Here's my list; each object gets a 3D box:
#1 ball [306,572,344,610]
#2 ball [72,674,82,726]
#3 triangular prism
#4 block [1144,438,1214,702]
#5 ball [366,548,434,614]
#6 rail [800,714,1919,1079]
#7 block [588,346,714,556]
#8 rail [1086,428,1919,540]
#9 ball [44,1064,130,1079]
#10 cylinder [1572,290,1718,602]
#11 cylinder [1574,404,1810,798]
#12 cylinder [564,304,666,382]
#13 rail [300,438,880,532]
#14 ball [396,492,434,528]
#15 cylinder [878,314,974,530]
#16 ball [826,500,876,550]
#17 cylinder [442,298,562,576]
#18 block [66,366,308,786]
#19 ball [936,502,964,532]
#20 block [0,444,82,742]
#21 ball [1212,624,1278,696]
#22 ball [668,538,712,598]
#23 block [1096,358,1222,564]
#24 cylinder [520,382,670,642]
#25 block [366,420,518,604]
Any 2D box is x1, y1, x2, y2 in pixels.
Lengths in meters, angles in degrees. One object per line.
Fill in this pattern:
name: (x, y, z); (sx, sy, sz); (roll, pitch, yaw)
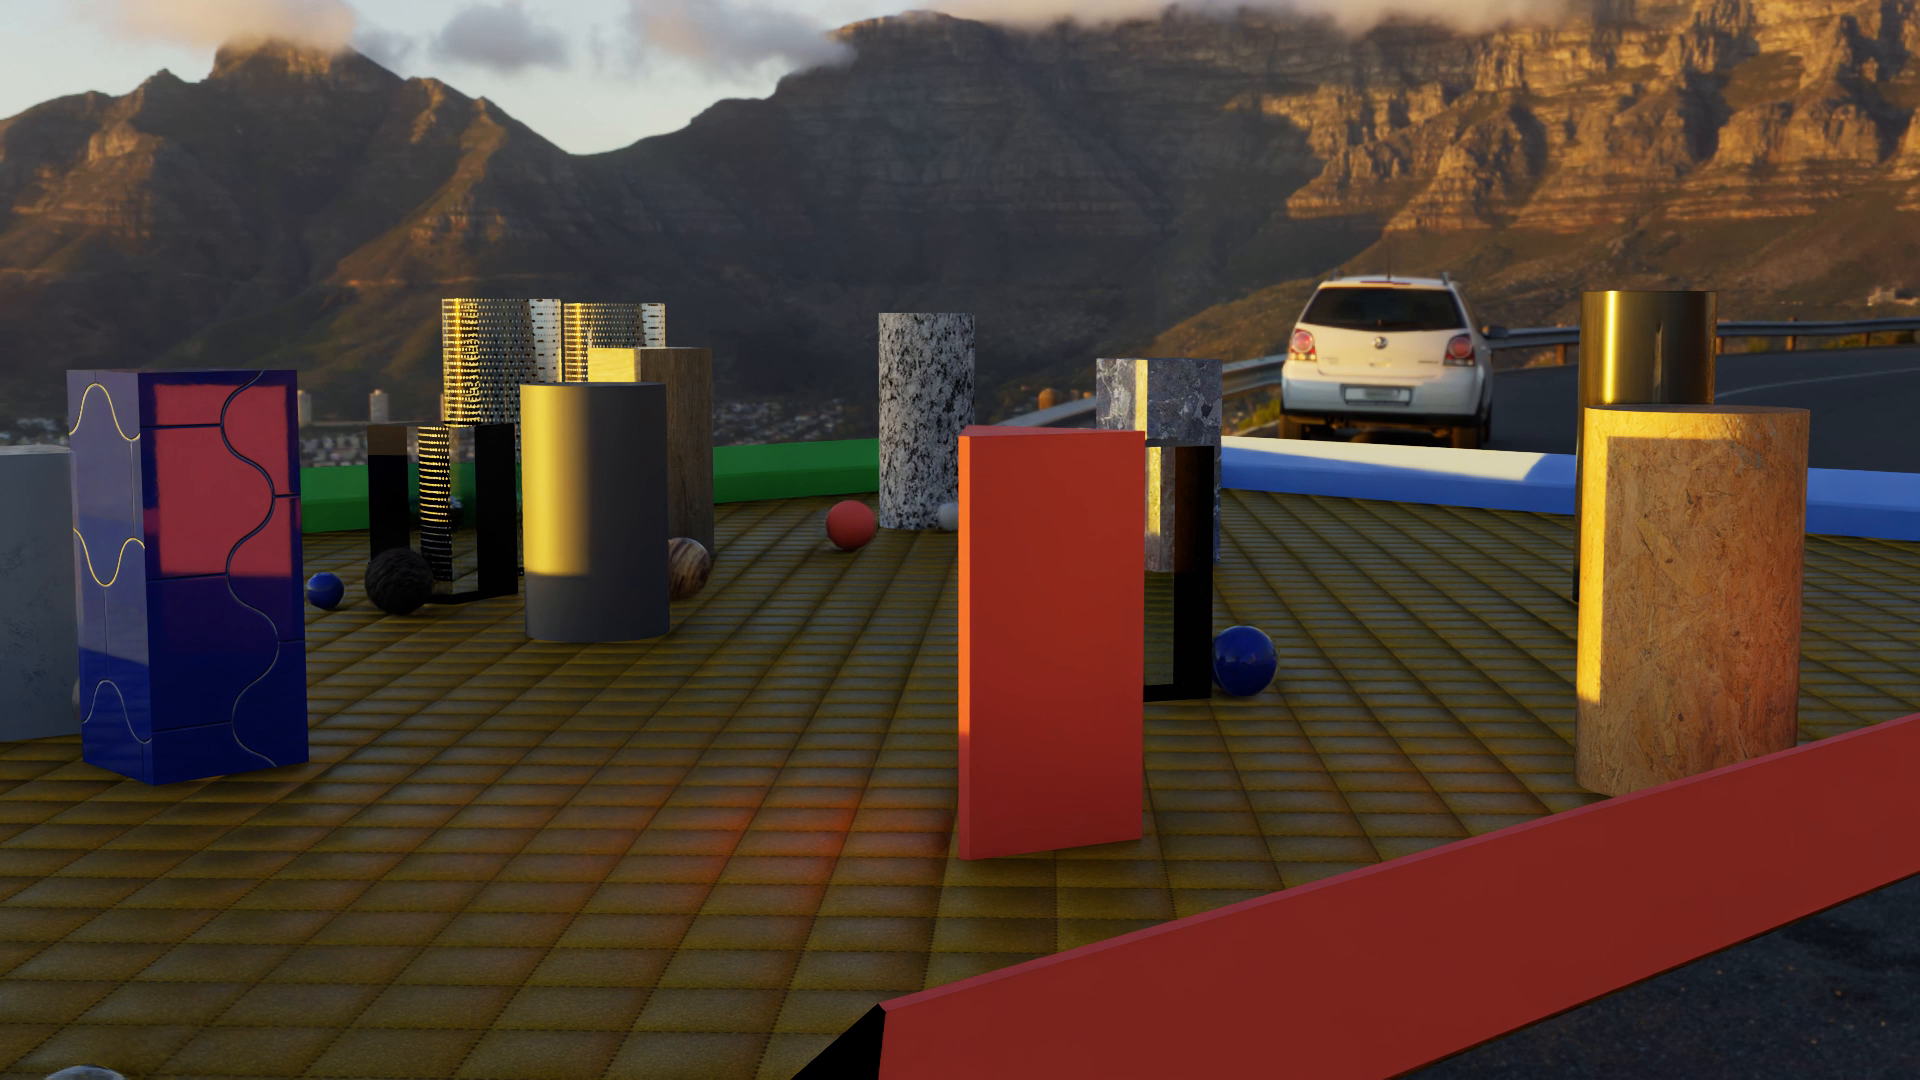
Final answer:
ball: (-0.952, 0.076, 3.292); (0.056, 0.056, 0.056); (0, 6, 0)
ball: (-0.858, 0.162, 2.256); (0.099, 0.099, 0.099); (0, 6, 0)
triangular prism: (0.045, 0.078, 1.876); (0.172, 0.345, 0.149); (-3, 7, -27)
block: (0.188, 0.032, 2.571); (0.159, 0.291, 0.159); (-2, 6, -20)
ball: (-0.825, 0.061, 3.235); (0.097, 0.097, 0.097); (0, 6, 0)
rail: (1.134, 0.161, 2.110); (3.995, 0.129, 0.045); (-5, 8, -42)
block: (-0.561, -0.160, 3.996); (0.159, 0.377, 0.159); (-6, 8, -44)
rail: (1.451, -0.105, 4.663); (0.045, 0.129, 3.391); (-5, 8, -42)
ball: (-0.442, 0.298, 1.108); (0.066, 0.066, 0.066); (0, 6, 0)
cylinder: (1.044, -0.141, 3.358); (0.199, 0.473, 0.199); (0, 6, 0)
cylinder: (0.682, 0.054, 2.057); (0.199, 0.354, 0.199); (0, 6, 0)
cylinder: (-0.686, -0.241, 4.386); (0.199, 0.459, 0.199); (0, 6, 0)
rail: (-1.134, -0.094, 4.554); (3.995, 0.129, 0.045); (-5, 8, -42)
ball: (-1.117, -0.060, 4.501); (0.076, 0.076, 0.076); (0, 6, 0)
cylinder: (-0.069, -0.250, 4.561); (0.199, 0.440, 0.199); (0, 6, 0)
ball: (-0.205, -0.027, 4.104); (0.092, 0.092, 0.092); (0, 6, 0)
cylinder: (-0.781, -0.179, 3.765); (0.199, 0.465, 0.199); (0, 6, 0)
block: (-0.757, 0.027, 2.159); (0.159, 0.387, 0.159); (-6, 8, -44)
ball: (-0.017, -0.047, 4.434); (0.062, 0.062, 0.062); (0, 6, 0)
block: (-1.022, 0.053, 2.339); (0.159, 0.297, 0.159); (-4, 7, -36)
ball: (0.328, 0.140, 2.552); (0.082, 0.082, 0.082); (0, 6, 0)
ball: (-0.432, 0.043, 3.414); (0.095, 0.095, 0.095); (0, 6, 0)
block: (0.351, -0.141, 3.900); (0.159, 0.360, 0.159); (-3, 7, -29)
cylinder: (-0.504, -0.043, 3.042); (0.199, 0.344, 0.199); (0, 6, 0)
block: (-0.806, -0.046, 3.431); (0.159, 0.269, 0.159); (3, 7, 26)
